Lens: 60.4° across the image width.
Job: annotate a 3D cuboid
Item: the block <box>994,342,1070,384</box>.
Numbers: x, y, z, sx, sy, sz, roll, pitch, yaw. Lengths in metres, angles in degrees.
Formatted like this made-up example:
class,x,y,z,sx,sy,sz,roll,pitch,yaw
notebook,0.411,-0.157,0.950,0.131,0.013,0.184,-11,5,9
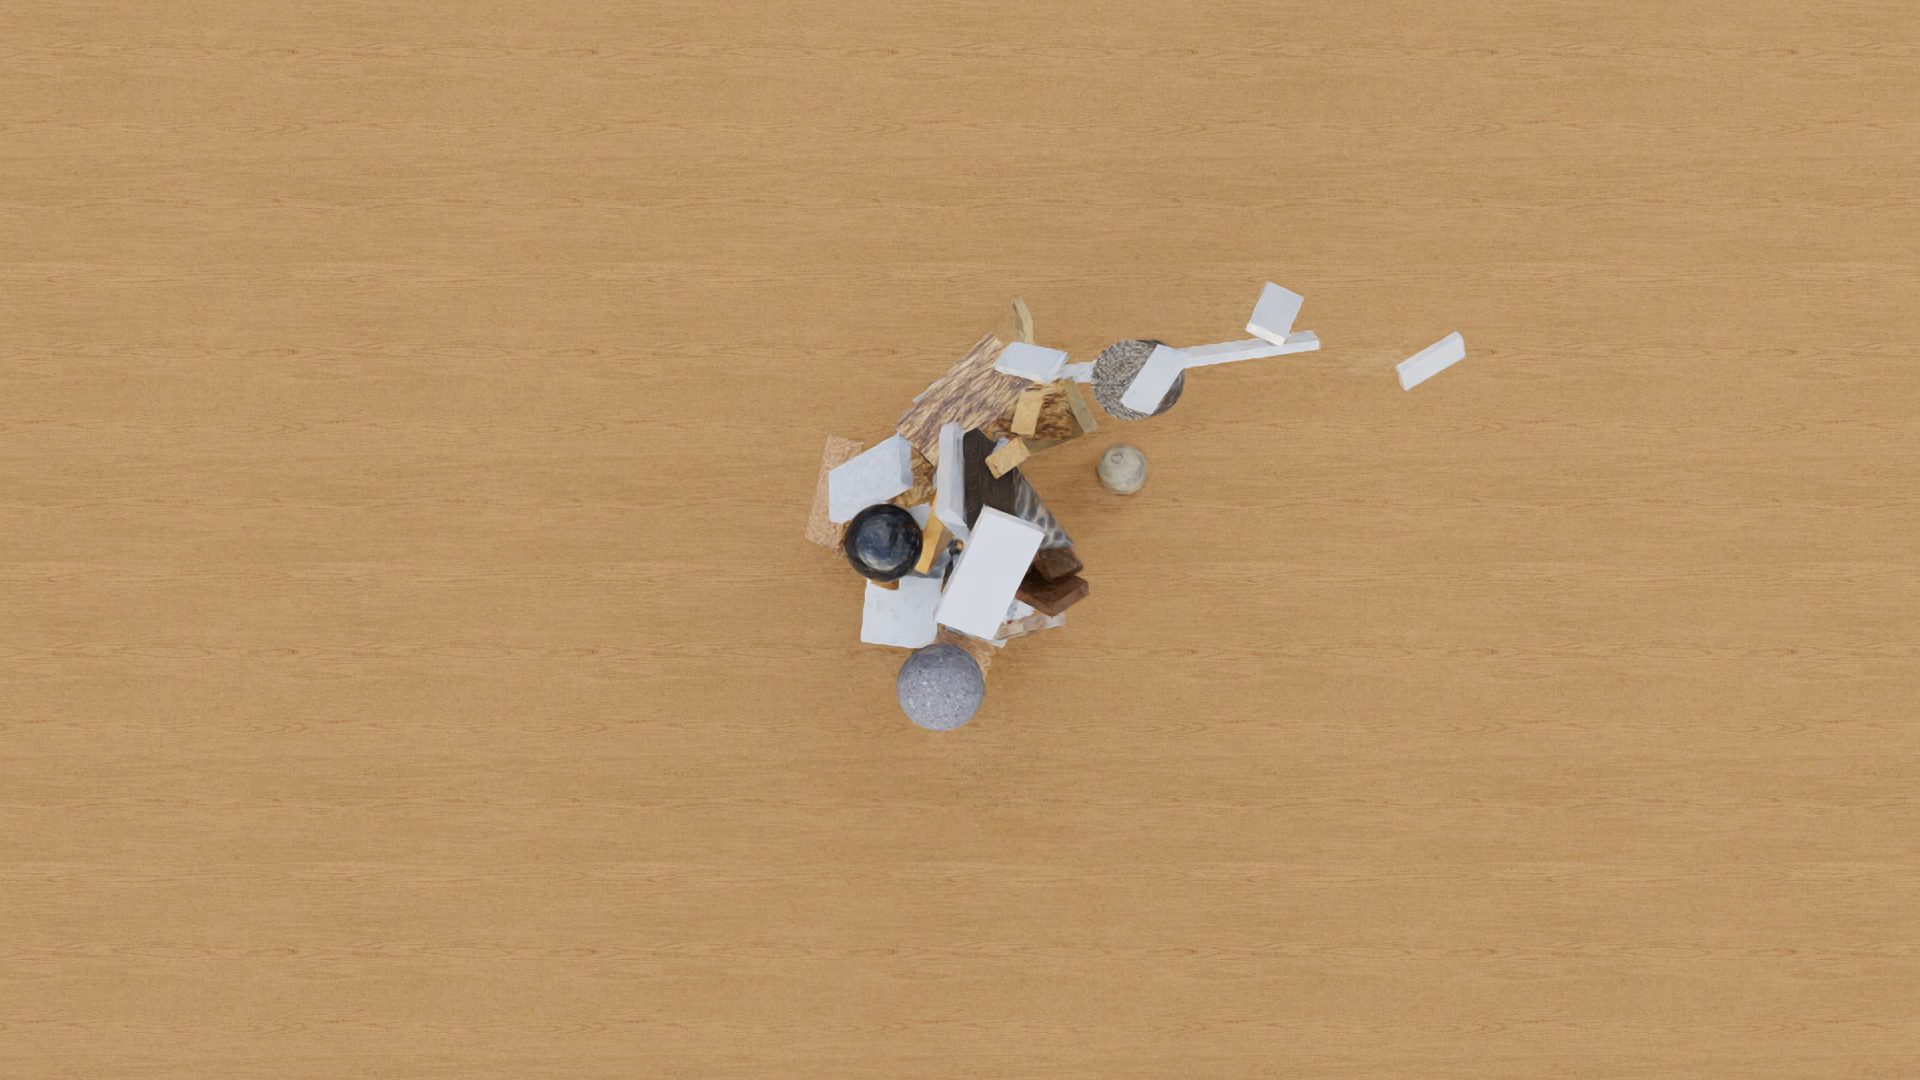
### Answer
class,x,y,z,sx,sy,sz,roll,pitch,yaw
block,0.162,-0.406,3.760,0.081,0.161,0.023,-51,135,-22

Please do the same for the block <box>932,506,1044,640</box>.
class,x,y,z,sx,sy,sz,roll,pitch,yaw
block,0.064,0.078,3.803,0.148,0.042,0.295,20,111,-14

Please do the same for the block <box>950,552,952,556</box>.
class,x,y,z,sx,sy,sz,roll,pitch,yaw
block,-0.043,0.014,5.278,0.047,0.013,0.095,13,76,4

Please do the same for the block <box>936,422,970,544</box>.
class,x,y,z,sx,sy,sz,roll,pitch,yaw
block,0.008,-0.132,3.963,0.042,0.295,0.148,-25,131,27

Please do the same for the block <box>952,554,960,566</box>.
class,x,y,z,sx,sy,sz,roll,pitch,yaw
block,0.005,0.090,5.250,0.047,0.013,0.095,-9,62,-11

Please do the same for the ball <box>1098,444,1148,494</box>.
class,x,y,z,sx,sy,sz,roll,pitch,yaw
ball,0.535,-0.231,5.418,0.165,0.165,0.165,0,90,0

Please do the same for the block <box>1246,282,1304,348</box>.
class,x,y,z,sx,sy,sz,roll,pitch,yaw
block,0.781,-0.561,4.087,0.098,0.028,0.196,26,46,6

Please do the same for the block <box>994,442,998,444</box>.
class,x,y,z,sx,sy,sz,roll,pitch,yaw
block,0.044,-0.189,5.173,0.149,0.042,0.298,25,89,-5

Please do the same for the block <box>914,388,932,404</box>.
class,x,y,z,sx,sy,sz,roll,pitch,yaw
block,-0.079,-0.391,5.133,0.074,0.021,0.149,-29,87,17

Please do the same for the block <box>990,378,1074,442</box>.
class,x,y,z,sx,sy,sz,roll,pitch,yaw
block,0.157,-0.353,4.544,0.314,0.044,0.157,0,109,38

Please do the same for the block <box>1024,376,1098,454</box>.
class,x,y,z,sx,sy,sz,roll,pitch,yaw
block,0.241,-0.348,4.825,0.044,0.687,0.157,-29,94,-13

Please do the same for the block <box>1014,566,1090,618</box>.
class,x,y,z,sx,sy,sz,roll,pitch,yaw
block,0.208,0.114,4.414,0.134,0.268,0.038,-31,125,-25

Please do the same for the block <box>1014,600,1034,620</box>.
class,x,y,z,sx,sy,sz,roll,pitch,yaw
block,0.133,0.199,4.983,0.177,0.354,0.050,-3,62,-17

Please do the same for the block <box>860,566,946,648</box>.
class,x,y,z,sx,sy,sz,roll,pitch,yaw
block,-0.176,0.186,5.178,0.231,0.231,0.231,7,107,0

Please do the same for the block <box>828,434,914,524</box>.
class,x,y,z,sx,sy,sz,roll,pitch,yaw
block,-0.261,-0.175,4.758,0.044,0.314,0.157,17,59,-41

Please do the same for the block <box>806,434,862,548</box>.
class,x,y,z,sx,sy,sz,roll,pitch,yaw
block,-0.383,-0.147,4.994,0.046,0.163,0.327,12,93,-27

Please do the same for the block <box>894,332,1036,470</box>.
class,x,y,z,sx,sy,sz,roll,pitch,yaw
block,0.013,-0.342,4.125,0.168,0.048,0.336,45,90,-5

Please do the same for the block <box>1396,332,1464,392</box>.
class,x,y,z,sx,sy,sz,roll,pitch,yaw
block,1.350,-0.513,4.730,0.196,0.098,0.028,-30,55,4

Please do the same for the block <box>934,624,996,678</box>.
class,x,y,z,sx,sy,sz,roll,pitch,yaw
block,-0.007,0.376,4.926,0.177,0.472,0.050,18,58,1

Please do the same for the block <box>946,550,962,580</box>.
class,x,y,z,sx,sy,sz,roll,pitch,yaw
block,0.001,0.105,5.299,0.093,0.026,0.186,1,90,0

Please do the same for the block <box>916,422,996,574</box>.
class,x,y,z,sx,sy,sz,roll,pitch,yaw
block,-0.019,-0.121,4.424,0.048,0.487,0.168,29,48,8

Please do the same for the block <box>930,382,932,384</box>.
class,x,y,z,sx,sy,sz,roll,pitch,yaw
block,-0.026,-0.428,5.294,0.093,0.026,0.185,-16,89,11

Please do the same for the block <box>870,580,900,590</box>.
class,x,y,z,sx,sy,sz,roll,pitch,yaw
block,-0.212,0.049,4.843,0.091,0.026,0.182,17,104,42

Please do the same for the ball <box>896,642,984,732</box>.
class,x,y,z,sx,sy,sz,roll,pitch,yaw
ball,-0.054,0.413,4.628,0.247,0.247,0.247,0,90,0

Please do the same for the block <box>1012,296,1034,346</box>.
class,x,y,z,sx,sy,sz,roll,pitch,yaw
block,0.160,-0.515,4.087,0.023,0.161,0.081,-16,50,-6

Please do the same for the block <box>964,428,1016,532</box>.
class,x,y,z,sx,sy,sz,roll,pitch,yaw
block,0.073,-0.113,3.945,0.042,0.295,0.148,-27,135,27

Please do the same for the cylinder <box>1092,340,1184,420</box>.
class,x,y,z,sx,sy,sz,roll,pitch,yaw
cylinder,0.476,-0.428,4.390,0.208,0.208,0.208,3,98,18

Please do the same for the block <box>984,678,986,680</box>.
class,x,y,z,sx,sy,sz,roll,pitch,yaw
block,0.008,0.455,5.354,0.142,0.284,0.040,-1,95,2

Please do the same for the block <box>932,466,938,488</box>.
class,x,y,z,sx,sy,sz,roll,pitch,yaw
block,-0.017,-0.273,4.397,0.048,0.336,0.168,22,68,9

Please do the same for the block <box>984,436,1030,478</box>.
class,x,y,z,sx,sy,sz,roll,pitch,yaw
block,0.112,-0.195,3.912,0.110,0.016,0.055,-34,84,34

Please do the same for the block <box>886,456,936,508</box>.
class,x,y,z,sx,sy,sz,roll,pitch,yaw
block,-0.166,-0.170,5.075,0.327,0.163,0.046,-26,121,-20

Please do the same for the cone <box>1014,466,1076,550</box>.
class,x,y,z,sx,sy,sz,roll,pitch,yaw
cone,0.198,-0.030,4.290,0.250,0.250,0.250,23,90,-20

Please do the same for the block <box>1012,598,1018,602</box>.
class,x,y,z,sx,sy,sz,roll,pitch,yaw
block,0.110,0.100,4.628,0.134,0.268,0.038,-17,115,-9

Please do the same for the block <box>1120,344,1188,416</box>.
class,x,y,z,sx,sy,sz,roll,pitch,yaw
block,0.438,-0.361,3.709,0.081,0.023,0.161,24,75,43

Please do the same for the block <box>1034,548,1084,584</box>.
class,x,y,z,sx,sy,sz,roll,pitch,yaw
block,0.226,0.020,4.398,0.104,0.029,0.208,-22,57,-27

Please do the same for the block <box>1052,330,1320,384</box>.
class,x,y,z,sx,sy,sz,roll,pitch,yaw
block,0.600,-0.526,4.840,0.887,0.098,0.028,-8,114,2

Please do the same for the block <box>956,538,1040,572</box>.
class,x,y,z,sx,sy,sz,roll,pitch,yaw
block,0.108,0.002,4.357,0.208,0.029,0.104,19,67,10

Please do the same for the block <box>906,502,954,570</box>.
class,x,y,z,sx,sy,sz,roll,pitch,yaw
block,-0.094,-0.009,4.646,0.091,0.026,0.182,-17,81,-43

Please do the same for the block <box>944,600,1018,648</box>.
class,x,y,z,sx,sy,sz,roll,pitch,yaw
block,0.090,0.127,4.768,0.177,0.050,0.354,19,57,-1

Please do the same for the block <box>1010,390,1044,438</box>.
class,x,y,z,sx,sy,sz,roll,pitch,yaw
block,0.161,-0.302,3.955,0.055,0.016,0.110,9,73,23

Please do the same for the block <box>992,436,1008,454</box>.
class,x,y,z,sx,sy,sz,roll,pitch,yaw
block,0.106,-0.206,4.017,0.016,0.110,0.055,-30,106,28

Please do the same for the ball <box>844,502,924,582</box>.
class,x,y,z,sx,sy,sz,roll,pitch,yaw
ball,-0.203,0.007,4.399,0.212,0.212,0.212,0,90,0

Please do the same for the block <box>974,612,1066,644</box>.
class,x,y,z,sx,sy,sz,roll,pitch,yaw
block,0.161,0.239,4.510,0.134,0.268,0.038,-7,83,-30

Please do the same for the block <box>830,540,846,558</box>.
class,x,y,z,sx,sy,sz,roll,pitch,yaw
block,-0.225,-0.014,5.080,0.327,0.163,0.046,-18,93,-17

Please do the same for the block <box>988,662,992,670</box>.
class,x,y,z,sx,sy,sz,roll,pitch,yaw
block,0.064,0.357,5.148,0.052,0.015,0.104,-15,95,-25

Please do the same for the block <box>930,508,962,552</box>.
class,x,y,z,sx,sy,sz,roll,pitch,yaw
block,-0.052,-0.027,4.984,0.091,0.574,0.026,-14,78,-1

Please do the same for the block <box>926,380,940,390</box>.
class,x,y,z,sx,sy,sz,roll,pitch,yaw
block,-0.059,-0.487,5.206,0.074,0.149,0.021,-17,104,15

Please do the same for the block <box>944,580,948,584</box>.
class,x,y,z,sx,sy,sz,roll,pitch,yaw
block,-0.003,0.160,5.172,0.052,0.214,0.015,-6,70,9
